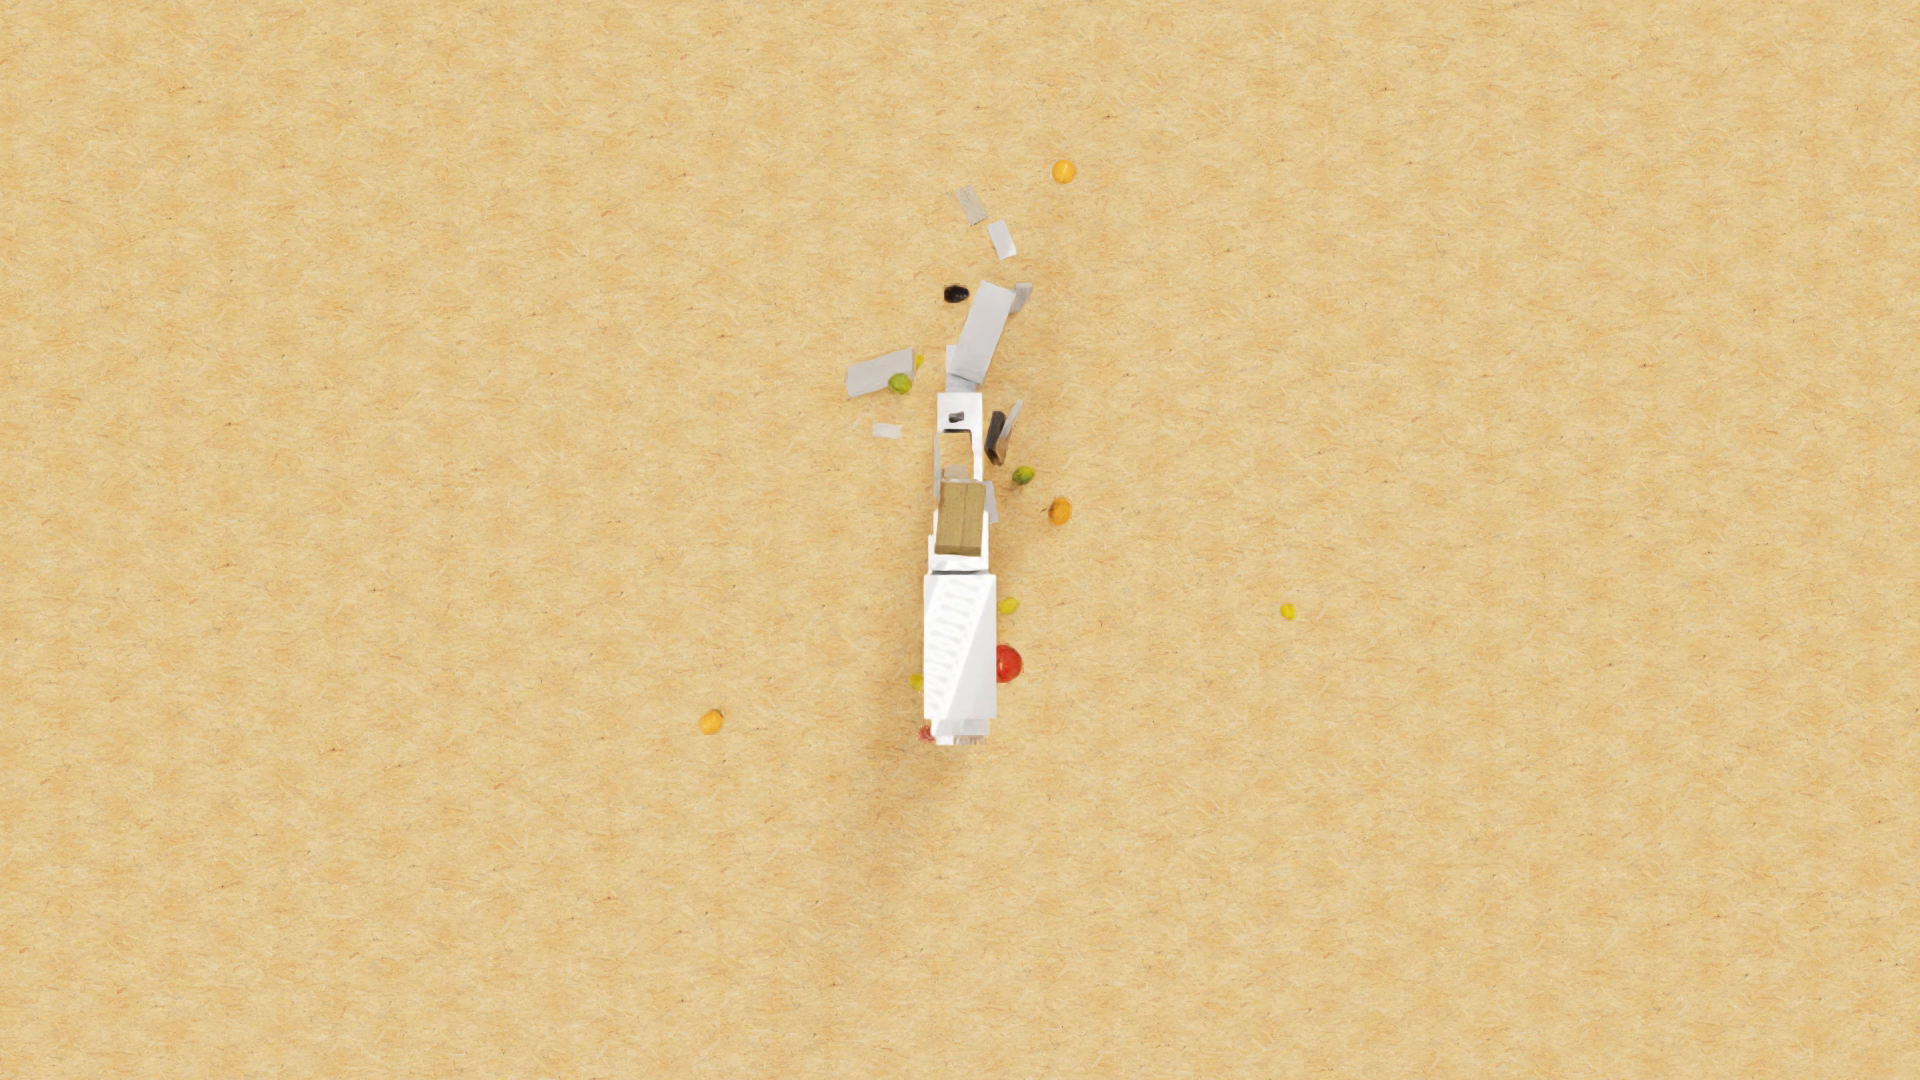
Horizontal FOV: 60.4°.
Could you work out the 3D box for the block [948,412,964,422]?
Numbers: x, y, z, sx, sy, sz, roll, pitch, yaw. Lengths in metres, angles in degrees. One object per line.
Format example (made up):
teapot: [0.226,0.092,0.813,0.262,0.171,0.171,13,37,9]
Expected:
block: [-0.010,-0.360,4.830,0.046,0.093,0.013,-8,85,0]

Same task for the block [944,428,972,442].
block: [-0.005,-0.250,4.836,0.079,0.022,0.158,-2,68,0]

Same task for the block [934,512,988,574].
block: [0.001,0.065,4.251,0.138,0.039,0.276,0,90,0]

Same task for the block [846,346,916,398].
block: [-0.258,-0.551,5.421,0.232,0.033,0.116,-15,48,15]

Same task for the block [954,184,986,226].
block: [0.036,-1.115,5.491,0.062,0.017,0.123,-25,90,1]

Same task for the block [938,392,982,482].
block: [-0.001,-0.306,4.895,0.131,0.037,0.262,0,90,0]

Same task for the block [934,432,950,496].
block: [-0.025,-0.211,4.712,0.090,0.026,0.192,7,118,11]

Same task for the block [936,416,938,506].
block: [-0.004,-0.249,5.196,0.142,0.040,0.284,0,90,0]

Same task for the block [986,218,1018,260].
block: [0.139,-0.999,5.491,0.062,0.017,0.123,-22,90,0]

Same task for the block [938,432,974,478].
block: [-0.009,-0.209,4.611,0.090,0.026,0.181,-5,73,-2]

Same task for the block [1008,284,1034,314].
block: [0.189,-0.796,5.435,0.062,0.123,0.017,-8,58,-31]

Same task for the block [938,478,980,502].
block: [0.000,-0.110,4.341,0.113,0.472,0.032,0,101,-1]

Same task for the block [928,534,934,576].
block: [-0.004,0.150,4.570,0.165,0.047,0.329,0,90,0]

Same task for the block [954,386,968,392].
block: [0.000,-0.442,5.272,0.046,0.013,0.093,7,90,0]

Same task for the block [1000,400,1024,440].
block: [0.152,-0.357,4.864,0.018,0.124,0.062,24,132,4]

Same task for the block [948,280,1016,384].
block: [0.069,-0.660,5.231,0.116,0.033,0.307,21,102,0]

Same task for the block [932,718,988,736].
block: [-0.001,0.355,4.237,0.145,0.041,0.290,-1,90,0]

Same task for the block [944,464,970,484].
block: [-0.010,-0.178,4.508,0.062,0.171,0.018,-4,106,-2]

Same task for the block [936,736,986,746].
block: [0.002,0.469,5.025,0.152,0.043,0.304,-1,90,0]

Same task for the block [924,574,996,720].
block: [0.000,0.249,3.858,0.167,0.047,0.334,0,90,0]

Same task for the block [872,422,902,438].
block: [-0.244,-0.364,5.493,0.093,0.013,0.046,4,90,0]

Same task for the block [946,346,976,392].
block: [0.003,-0.526,5.293,0.097,0.027,0.194,1,90,0]

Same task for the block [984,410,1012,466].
block: [0.114,-0.302,4.929,0.033,0.232,0.116,13,82,9]

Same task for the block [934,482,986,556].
block: [0.002,-0.052,4.054,0.113,0.226,0.032,3,134,2]

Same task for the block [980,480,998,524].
block: [0.074,-0.107,4.773,0.062,0.018,0.124,-14,98,-42]

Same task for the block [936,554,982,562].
block: [-0.001,0.036,4.118,0.113,0.226,0.032,0,90,0]
